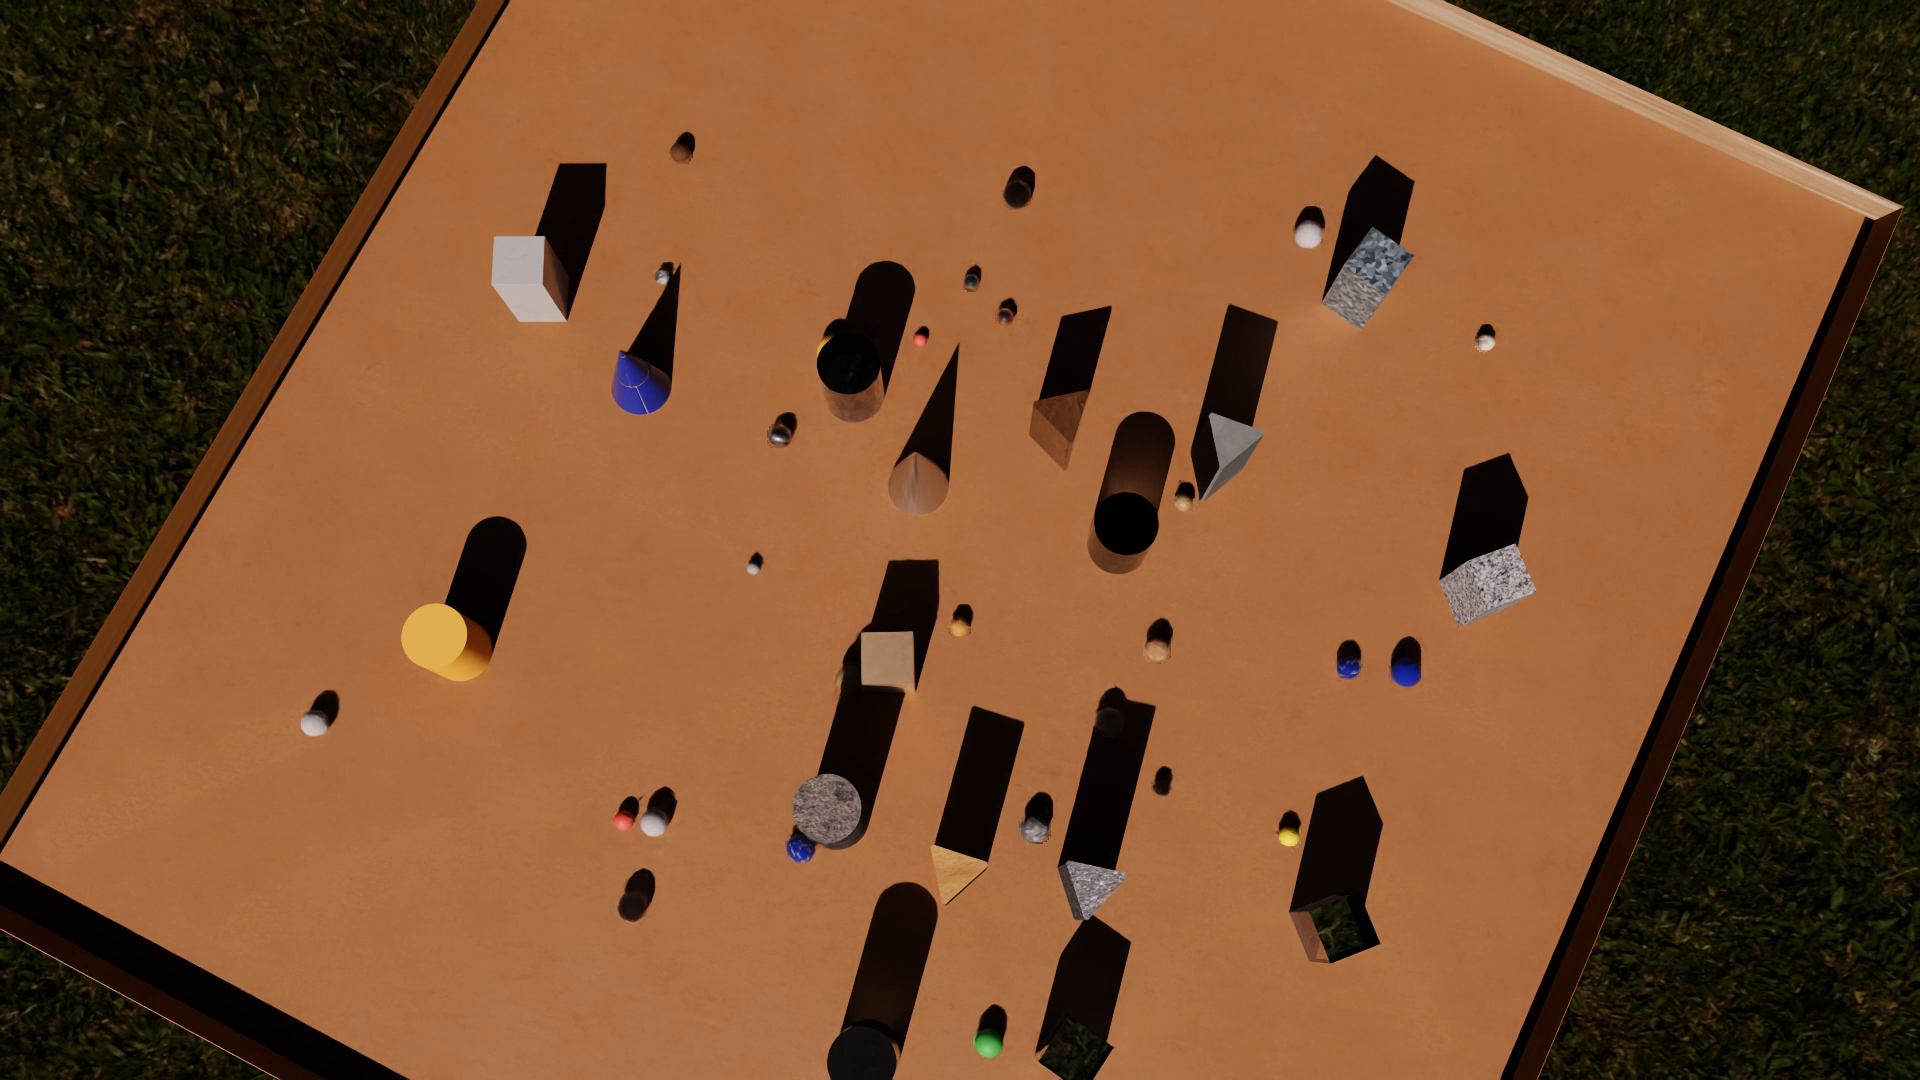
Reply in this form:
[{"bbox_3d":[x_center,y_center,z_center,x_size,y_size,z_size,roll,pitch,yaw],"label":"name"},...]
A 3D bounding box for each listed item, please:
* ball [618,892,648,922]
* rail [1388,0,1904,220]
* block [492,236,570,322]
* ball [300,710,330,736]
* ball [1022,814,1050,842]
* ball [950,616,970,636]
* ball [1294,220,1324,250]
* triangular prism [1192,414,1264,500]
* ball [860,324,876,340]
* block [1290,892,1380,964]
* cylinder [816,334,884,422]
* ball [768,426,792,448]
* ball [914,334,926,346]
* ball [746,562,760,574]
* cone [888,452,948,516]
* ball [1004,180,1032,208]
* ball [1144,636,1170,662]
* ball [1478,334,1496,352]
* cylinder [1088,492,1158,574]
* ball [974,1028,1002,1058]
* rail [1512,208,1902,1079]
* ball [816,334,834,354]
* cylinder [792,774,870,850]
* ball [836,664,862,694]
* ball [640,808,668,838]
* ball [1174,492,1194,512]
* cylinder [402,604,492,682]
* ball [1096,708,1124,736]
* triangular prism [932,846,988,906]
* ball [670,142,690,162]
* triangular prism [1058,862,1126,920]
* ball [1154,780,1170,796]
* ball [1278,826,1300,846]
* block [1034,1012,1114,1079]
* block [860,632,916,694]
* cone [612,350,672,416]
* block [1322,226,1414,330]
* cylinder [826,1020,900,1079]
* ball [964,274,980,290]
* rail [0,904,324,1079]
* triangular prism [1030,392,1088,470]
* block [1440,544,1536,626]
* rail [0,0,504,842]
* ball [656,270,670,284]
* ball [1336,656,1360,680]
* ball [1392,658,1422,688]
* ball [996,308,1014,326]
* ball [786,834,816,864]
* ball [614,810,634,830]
[{"bbox_3d":[-0.956,1.071,5.350,0.087,0.087,0.087,0,78,0],"label":"ball"},{"bbox_3d":[0.999,-1.951,5.956,4.316,0.122,0.045,26,80,5],"label":"rail"},{"bbox_3d":[-1.310,-0.795,5.604,0.151,0.346,0.151,0,78,0],"label":"block"},{"bbox_3d":[-1.921,0.545,5.462,0.082,0.082,0.082,0,78,0],"label":"ball"},{"bbox_3d":[0.222,0.849,5.398,0.084,0.084,0.084,0,78,0],"label":"ball"},{"bbox_3d":[-0.001,0.261,5.532,0.059,0.059,0.059,0,78,0],"label":"ball"},{"bbox_3d":[1.099,-0.962,5.769,0.090,0.090,0.090,0,78,0],"label":"ball"},{"bbox_3d":[0.762,-0.266,5.451,0.163,0.432,0.141,-39,81,-7],"label":"triangular prism"},{"bbox_3d":[-0.288,-0.649,5.723,0.054,0.054,0.054,0,78,0],"label":"ball"},{"bbox_3d":[1.065,1.105,5.227,0.151,0.315,0.151,-20,79,-4],"label":"block"},{"bbox_3d":[-0.329,-0.488,5.559,0.189,0.311,0.189,0,78,0],"label":"cylinder"},{"bbox_3d":[-0.554,-0.319,5.647,0.070,0.070,0.070,0,78,0],"label":"ball"},{"bbox_3d":[-0.124,-0.624,5.724,0.042,0.042,0.042,0,78,0],"label":"ball"},{"bbox_3d":[-0.630,0.086,5.578,0.041,0.041,0.041,0,78,0],"label":"ball"},{"bbox_3d":[-0.128,-0.211,5.444,0.189,0.422,0.189,0,78,0],"label":"cone"},{"bbox_3d":[0.182,-1.093,5.797,0.090,0.090,0.090,0,78,0],"label":"ball"},{"bbox_3d":[0.593,0.327,5.509,0.077,0.077,0.077,0,78,0],"label":"ball"},{"bbox_3d":[1.641,-0.616,5.716,0.054,0.054,0.054,0,78,0],"label":"ball"},{"bbox_3d":[0.484,-0.018,5.468,0.189,0.298,0.189,0,78,0],"label":"cylinder"},{"bbox_3d":[0.083,1.448,5.275,0.082,0.082,0.082,0,78,0],"label":"ball"},{"bbox_3d":[1.909,0.941,5.358,0.045,0.122,4.516,26,80,5],"label":"rail"},{"bbox_3d":[-0.397,-0.590,5.690,0.094,0.094,0.094,0,78,0],"label":"ball"},{"bbox_3d":[-0.363,0.779,5.222,0.189,0.457,0.189,0,78,0],"label":"cylinder"},{"bbox_3d":[-0.328,0.415,5.472,0.086,0.086,0.086,0,78,0],"label":"ball"},{"bbox_3d":[-0.901,0.833,5.401,0.084,0.084,0.084,0,78,0],"label":"ball"},{"bbox_3d":[0.685,-0.115,5.611,0.057,0.057,0.057,0,78,0],"label":"ball"},{"bbox_3d":[-1.509,0.305,5.404,0.189,0.293,0.189,0,78,0],"label":"cylinder"},{"bbox_3d":[0.446,0.540,5.462,0.084,0.084,0.084,0,78,0],"label":"ball"},{"bbox_3d":[-0.031,0.931,5.225,0.163,0.389,0.141,-41,81,-8],"label":"triangular prism"},{"bbox_3d":[-0.892,-1.235,5.838,0.066,0.066,0.066,0,78,0],"label":"ball"},{"bbox_3d":[0.343,0.964,5.182,0.141,0.460,0.163,42,81,8],"label":"triangular prism"},{"bbox_3d":[0.600,0.735,5.438,0.051,0.051,0.051,0,78,0],"label":"ball"},{"bbox_3d":[0.970,0.874,5.405,0.060,0.060,0.060,0,78,0],"label":"ball"},{"bbox_3d":[0.321,1.447,5.186,0.151,0.257,0.151,34,80,7],"label":"block"},{"bbox_3d":[-0.211,0.365,5.420,0.151,0.236,0.151,-1,78,0],"label":"block"},{"bbox_3d":[-0.994,-0.518,5.533,0.189,0.373,0.189,0,78,0],"label":"cone"},{"bbox_3d":[1.243,-0.795,5.605,0.151,0.345,0.151,36,81,7],"label":"block"},{"bbox_3d":[-0.266,1.449,5.134,0.189,0.357,0.189,0,78,0],"label":"cylinder"},{"bbox_3d":[0.036,-0.812,5.759,0.050,0.050,0.050,0,78,0],"label":"ball"},{"bbox_3d":[-0.999,1.963,5.147,4.316,0.122,0.045,26,80,5],"label":"rail"},{"bbox_3d":[0.322,-0.355,5.515,0.141,0.341,0.163,-42,81,-8],"label":"triangular prism"},{"bbox_3d":[1.558,0.137,5.424,0.151,0.321,0.151,-20,79,-4],"label":"block"},{"bbox_3d":[-1.909,-0.928,5.745,0.045,0.122,4.516,26,80,5],"label":"rail"},{"bbox_3d":[-0.935,-0.828,5.764,0.047,0.047,0.047,0,78,0],"label":"ball"},{"bbox_3d":[1.165,0.383,5.501,0.071,0.071,0.071,0,78,0],"label":"ball"},{"bbox_3d":[1.337,0.397,5.488,0.090,0.090,0.090,0,78,0],"label":"ball"},{"bbox_3d":[0.142,-0.696,5.731,0.057,0.057,0.057,0,78,0],"label":"ball"},{"bbox_3d":[-0.467,0.906,5.385,0.086,0.086,0.086,0,78,0],"label":"ball"},{"bbox_3d":[-0.993,0.830,5.415,0.059,0.059,0.059,0,78,0],"label":"ball"}]
